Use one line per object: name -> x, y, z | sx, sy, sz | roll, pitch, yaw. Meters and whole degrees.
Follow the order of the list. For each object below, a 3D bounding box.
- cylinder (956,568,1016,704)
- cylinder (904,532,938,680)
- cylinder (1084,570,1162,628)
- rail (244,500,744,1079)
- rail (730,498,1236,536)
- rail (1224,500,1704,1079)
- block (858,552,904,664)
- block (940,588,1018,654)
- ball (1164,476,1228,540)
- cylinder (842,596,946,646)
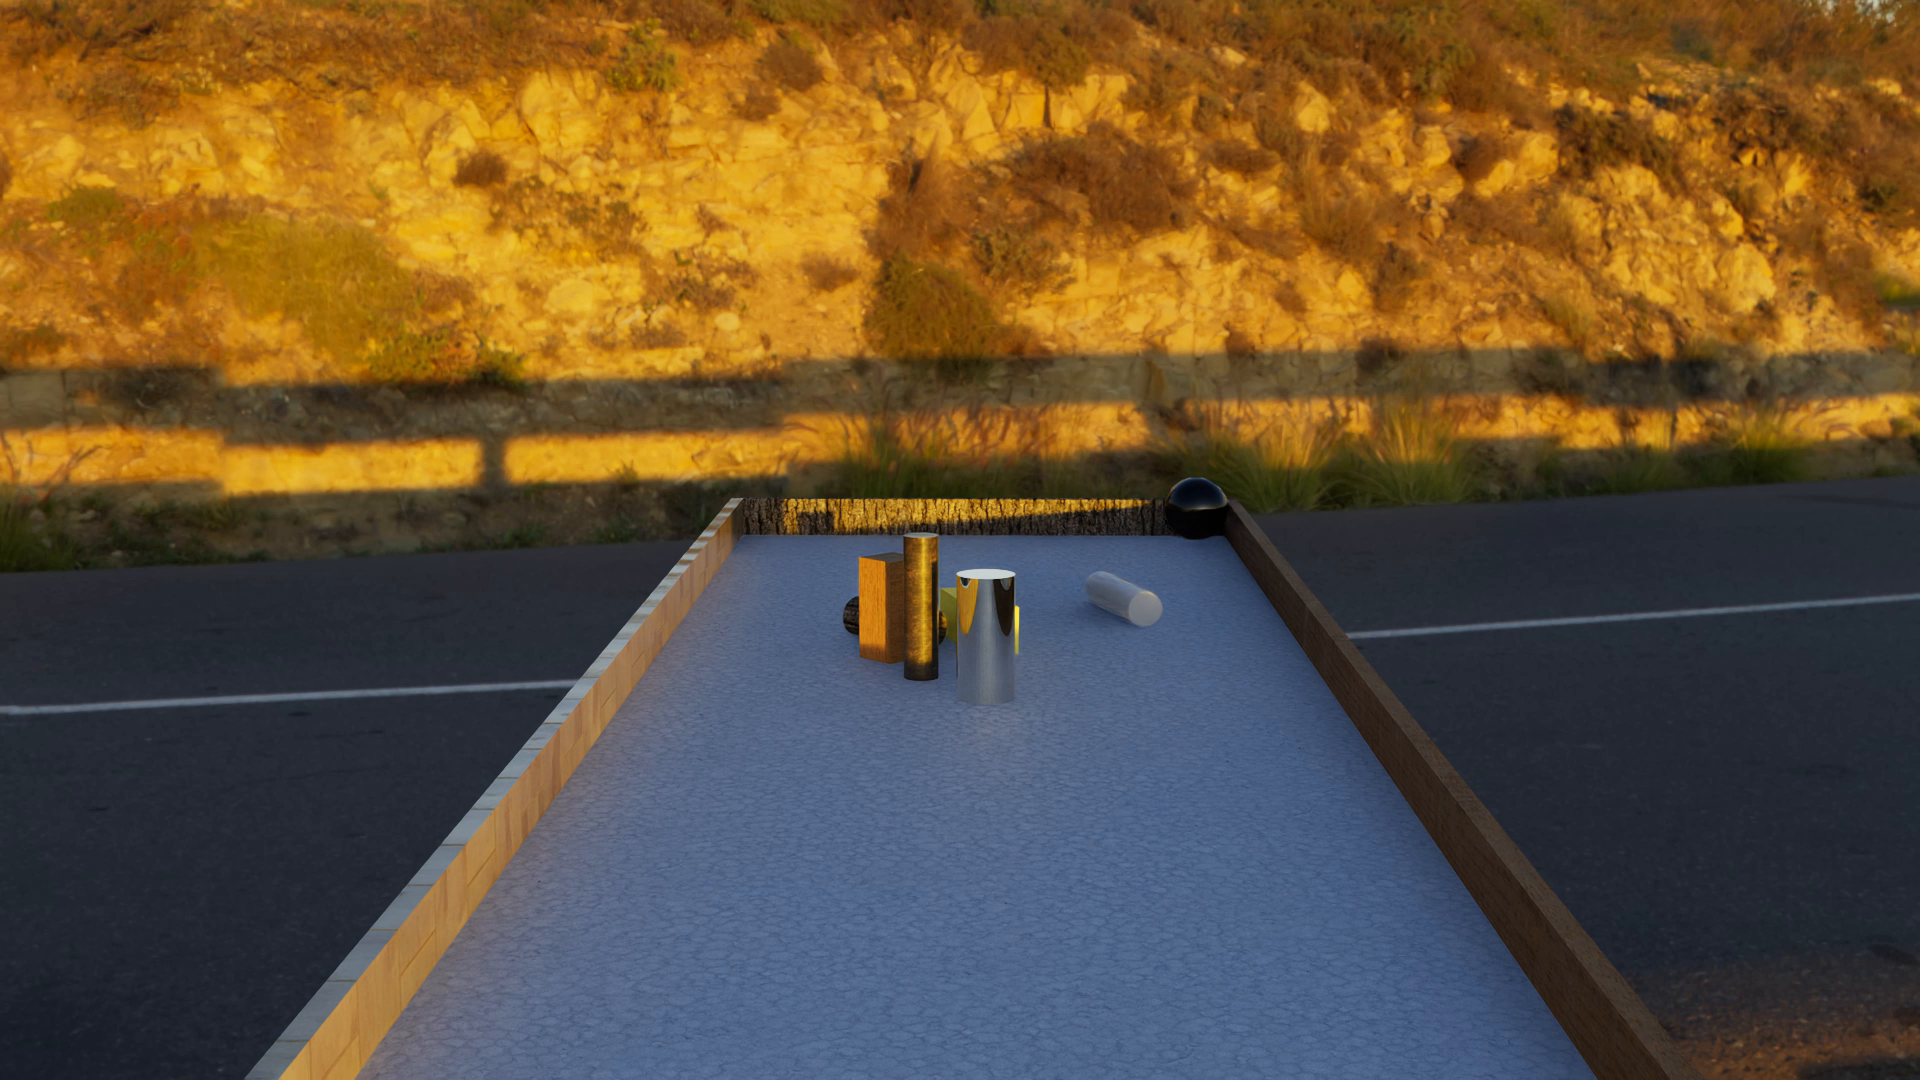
cylinder -> 0.073, 0.270, 6.174 | 0.165, 0.354, 0.165 | 0, 9, 0
cylinder -> -0.114, 0.195, 6.432 | 0.103, 0.423, 0.103 | 0, 9, 0
cylinder -> 0.545, 0.196, 7.396 | 0.118, 0.118, 0.420 | -3, 9, -17
rail -> -1.004, 0.839, 3.234 | 0.050, 0.150, 12.000 | 0, 9, 1
rail -> 0.099, -0.098, 9.147 | 2.100, 0.150, 0.050 | 0, 9, 1
rail -> 1.046, 0.843, 3.208 | 0.050, 0.150, 12.000 | 0, 9, 1
block -> -0.209, 0.206, 6.717 | 0.139, 0.311, 0.139 | -9, 13, -44
block -> 0.059, 0.253, 6.946 | 0.146, 0.146, 0.379 | -3, 9, -16
ball -> 0.965, -0.129, 8.974 | 0.259, 0.259, 0.259 | 0, 9, 0
cylinder -> -0.208, 0.260, 6.981 | 0.339, 0.122, 0.122 | 8, 12, 41
